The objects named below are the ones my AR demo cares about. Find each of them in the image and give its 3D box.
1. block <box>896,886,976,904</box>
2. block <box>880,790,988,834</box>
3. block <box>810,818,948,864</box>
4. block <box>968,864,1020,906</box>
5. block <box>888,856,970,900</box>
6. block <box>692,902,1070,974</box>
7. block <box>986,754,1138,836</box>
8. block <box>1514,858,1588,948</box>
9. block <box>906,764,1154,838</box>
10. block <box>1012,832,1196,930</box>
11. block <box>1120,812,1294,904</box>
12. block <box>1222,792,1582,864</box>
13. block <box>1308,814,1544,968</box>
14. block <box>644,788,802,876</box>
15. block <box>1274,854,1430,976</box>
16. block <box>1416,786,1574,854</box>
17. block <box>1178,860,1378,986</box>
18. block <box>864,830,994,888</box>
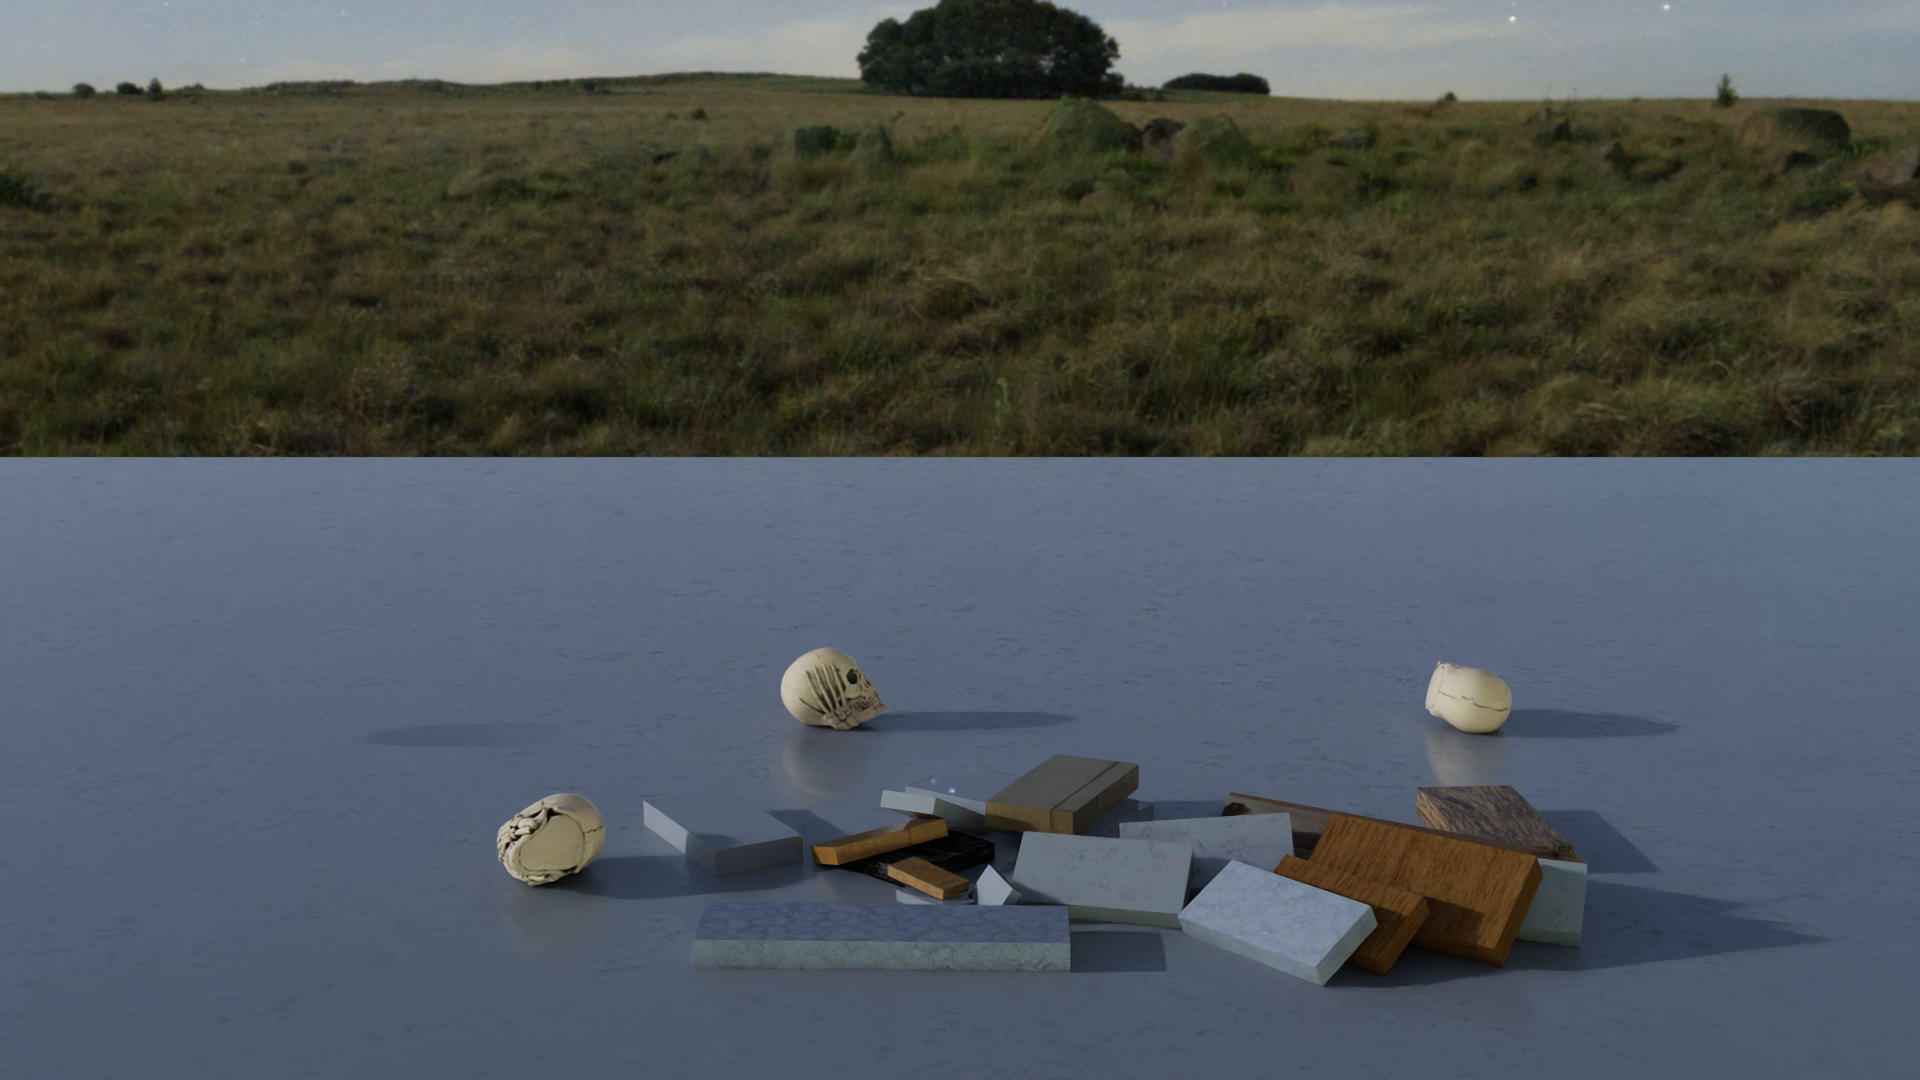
[{"bbox_3d":[-0.040,0.592,3.611,0.063,0.018,0.126,-9,14,-41],"label":"block"},{"bbox_3d":[-0.042,0.484,3.911,0.107,0.030,0.213,4,-14,29],"label":"block"},{"bbox_3d":[-0.140,0.523,3.823,0.213,0.030,0.107,-11,-1,-27],"label":"block"},{"bbox_3d":[0.055,0.577,3.571,0.018,0.063,0.126,34,-1,-20],"label":"block"},{"bbox_3d":[-0.053,0.560,3.646,0.126,0.018,0.063,17,19,40],"label":"block"},{"bbox_3d":[-0.118,0.615,3.408,0.573,0.047,0.165,0,11,2],"label":"block"},{"bbox_3d":[0.188,0.460,3.969,0.165,0.047,0.329,5,12,24],"label":"block"},{"bbox_3d":[0.855,0.565,3.497,0.266,0.038,0.133,4,47,18],"label":"block"},{"bbox_3d":[0.125,0.493,4.053,0.433,0.050,0.177,8,13,35],"label":"block"},{"bbox_3d":[0.231,0.551,3.574,0.283,0.040,0.141,3,44,14],"label":"block"},{"bbox_3d":[0.408,0.527,3.627,0.283,0.040,0.141,-4,45,6],"label":"block"},{"bbox_3d":[0.718,0.527,3.639,0.589,0.038,0.133,9,38,19],"label":"block"},{"bbox_3d":[0.719,0.550,3.480,0.354,0.050,0.177,8,51,37],"label":"block"},{"bbox_3d":[-0.427,0.518,3.929,0.165,0.047,0.329,-6,12,-29],"label":"block"},{"bbox_3d":[0.583,0.582,3.428,0.266,0.038,0.133,11,49,47],"label":"block"},{"bbox_3d":[0.950,0.516,3.929,0.177,0.050,0.354,-1,11,-3],"label":"block"},{"bbox_3d":[0.488,0.588,3.400,0.141,0.040,0.283,-40,31,-28],"label":"block"},{"bbox_3d":[-0.052,0.550,3.801,0.107,0.030,0.213,10,14,43],"label":"block"}]
